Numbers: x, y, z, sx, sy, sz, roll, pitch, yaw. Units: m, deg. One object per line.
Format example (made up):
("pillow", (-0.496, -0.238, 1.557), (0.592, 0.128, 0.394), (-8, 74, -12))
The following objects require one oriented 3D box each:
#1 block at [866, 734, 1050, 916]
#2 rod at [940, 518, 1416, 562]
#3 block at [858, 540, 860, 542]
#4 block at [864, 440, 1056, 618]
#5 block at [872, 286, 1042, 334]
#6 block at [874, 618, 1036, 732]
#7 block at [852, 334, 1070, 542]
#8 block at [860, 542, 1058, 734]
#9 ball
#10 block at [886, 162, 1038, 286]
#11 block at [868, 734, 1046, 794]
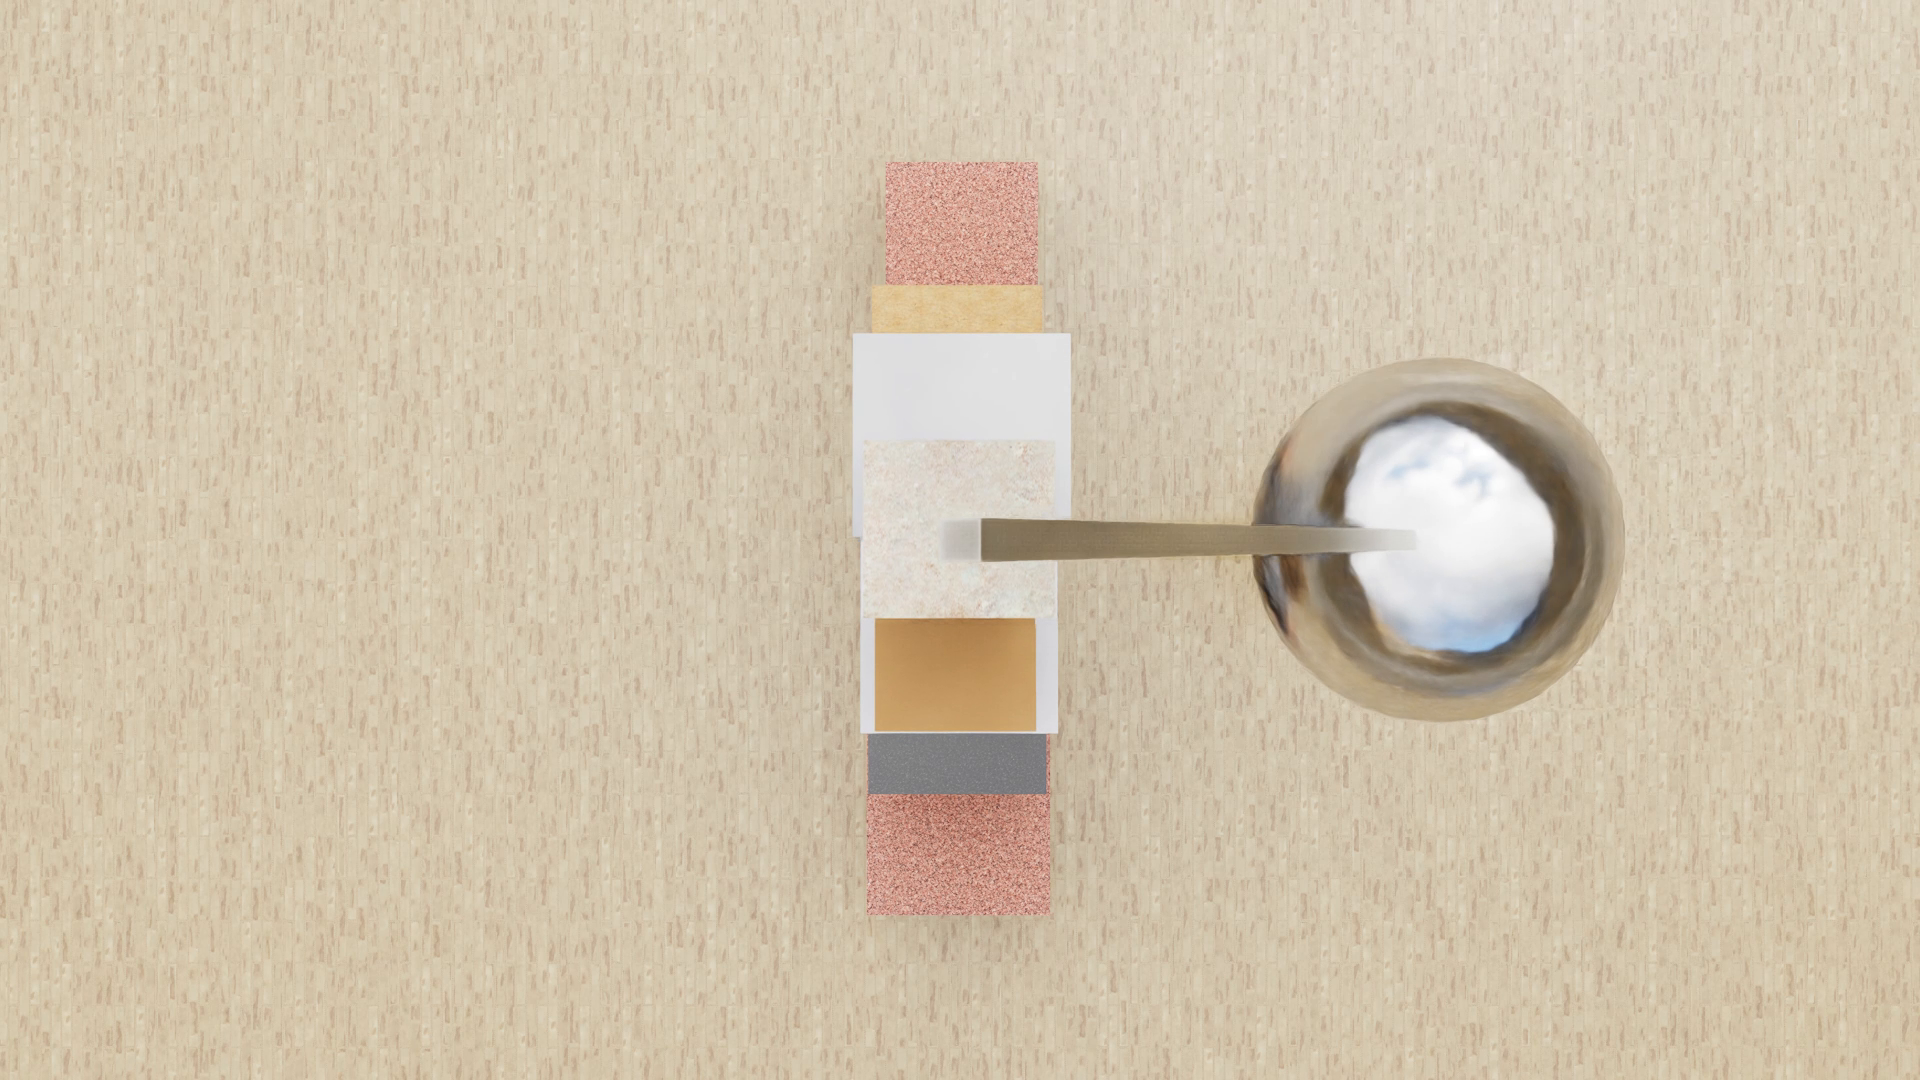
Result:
("block", (-0.008, 1.528, 12.561), (1.011, 0.878, 1.080), (0, 90, 0))
("rod", (0.899, 0.000, 6.415), (0.080, 5.200, 0.080), (0, 90, 20))
("block", (0.002, -0.449, 10.634), (0.953, 0.887, 0.910), (0, 90, 0))
("block", (-0.003, -0.039, 8.328), (0.695, 0.729, 0.645), (0, 90, 0))
("block", (-0.014, -0.830, 11.554), (0.857, 0.954, 0.909), (0, 90, 0))
("block", (-0.020, 0.421, 9.838), (0.697, 0.650, 0.819), (0, 89, 0))
("block", (0.008, -0.437, 9.765), (0.926, 0.826, 0.865), (0, 89, 0))
("block", (-0.004, 0.455, 10.638), (0.913, 0.951, 0.886), (0, 89, 0))
("ball", (2.074, 0.000, 9.605), (1.600, 1.600, 1.600), (0, 90, 0))
("block", (0.010, -1.578, 12.515), (0.832, 0.970, 0.981), (0, 90, 0))
("block", (-0.013, 0.874, 11.581), (0.901, 0.935, 0.823), (0, 90, 0))
